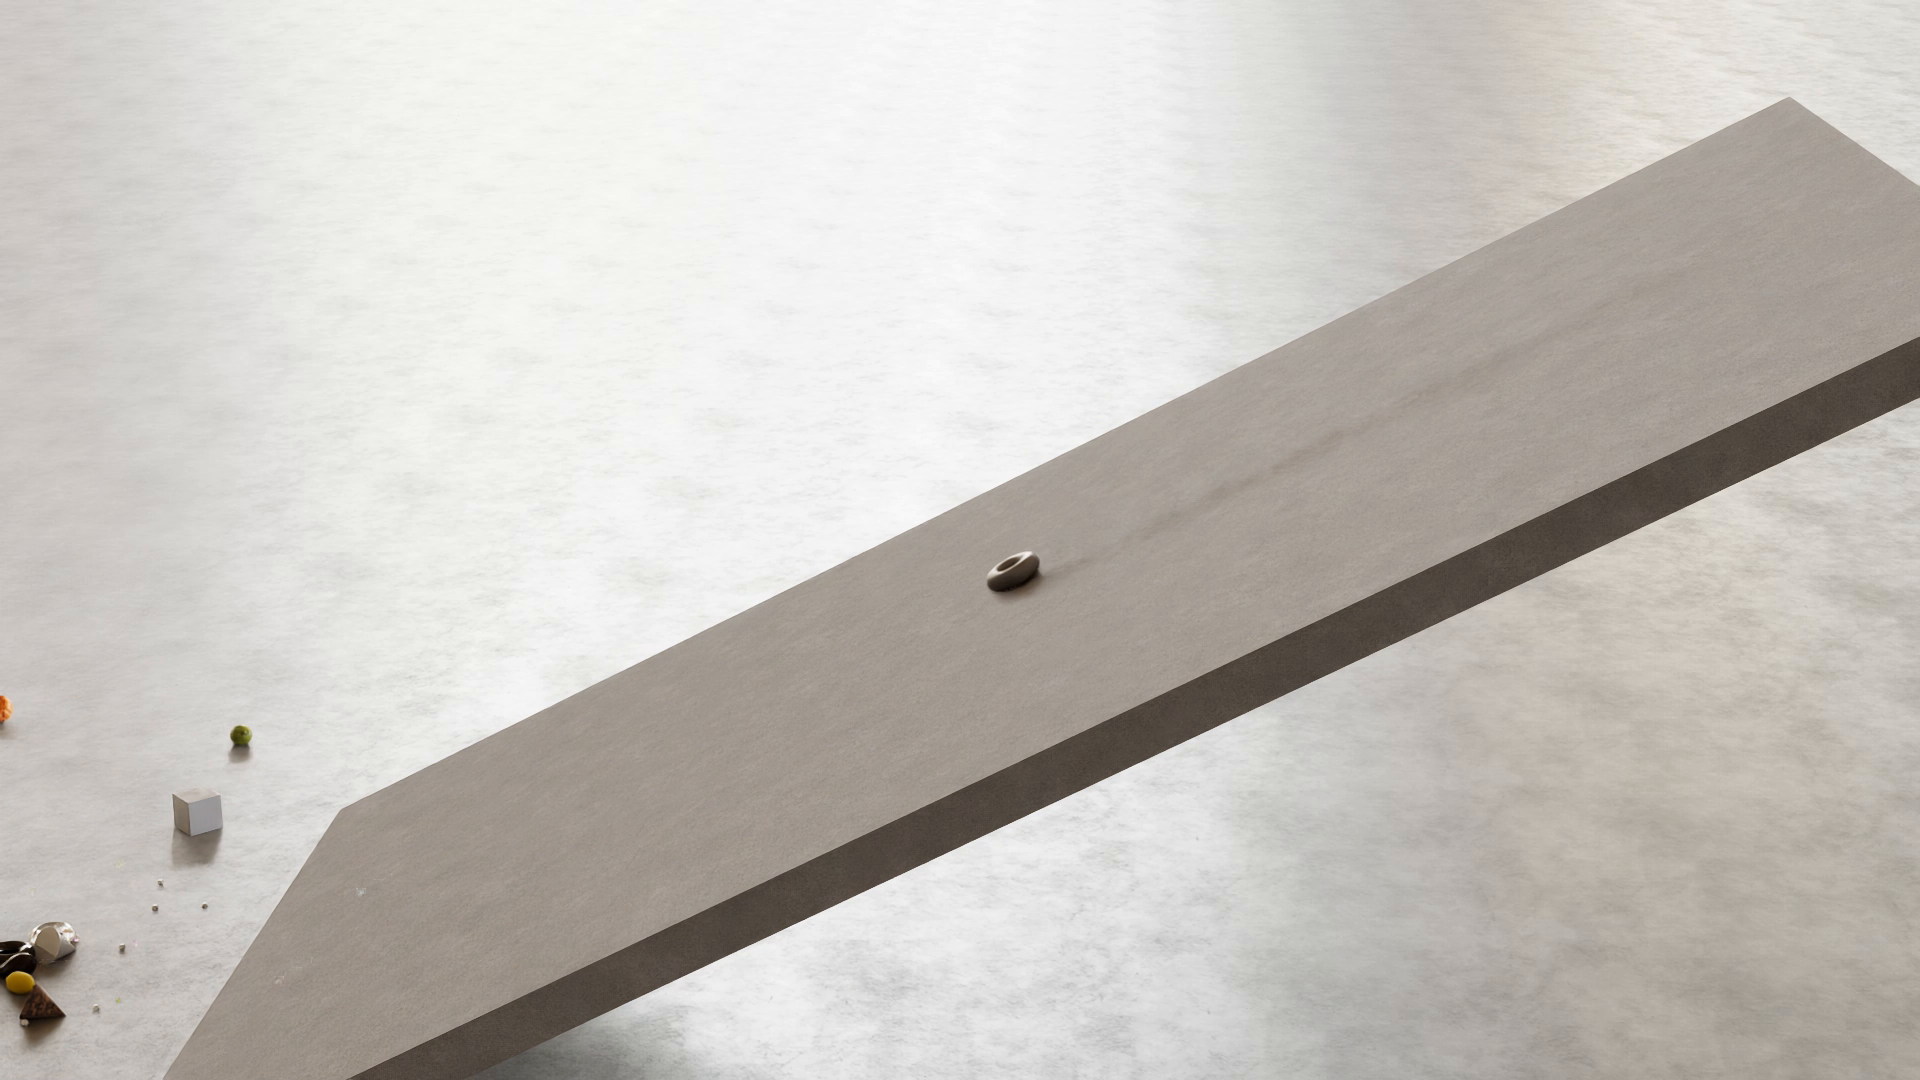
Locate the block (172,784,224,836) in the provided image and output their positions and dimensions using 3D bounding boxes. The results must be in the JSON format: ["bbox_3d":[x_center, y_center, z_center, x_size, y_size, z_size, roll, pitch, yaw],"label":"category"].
[{"bbox_3d":[-1.994,0.707,7.691,0.092,0.092,0.092,-14,22,-39],"label":"block"}]

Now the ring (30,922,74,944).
[{"bbox_3d":[-2.168,0.944,7.022,0.104,0.035,0.104,0,19,0],"label":"ring"}]

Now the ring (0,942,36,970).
[{"bbox_3d":[-2.233,0.977,6.908,0.119,0.040,0.119,1,16,0],"label":"ring"}]

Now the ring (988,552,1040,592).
[{"bbox_3d":[0.115,0.069,6.386,0.126,0.042,0.126,-28,13,7],"label":"ring"}]

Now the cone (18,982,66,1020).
[{"bbox_3d":[-2.061,1.057,6.644,0.092,0.092,0.092,25,15,-10],"label":"cone"}]

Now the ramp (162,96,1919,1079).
[{"bbox_3d":[0.140,0.167,6.281,4.000,0.100,2.000,-26,14,10],"label":"ramp"}]

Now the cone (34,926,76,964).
[{"bbox_3d":[-2.122,0.963,6.949,0.090,0.090,0.090,13,-5,35],"label":"cone"}]
